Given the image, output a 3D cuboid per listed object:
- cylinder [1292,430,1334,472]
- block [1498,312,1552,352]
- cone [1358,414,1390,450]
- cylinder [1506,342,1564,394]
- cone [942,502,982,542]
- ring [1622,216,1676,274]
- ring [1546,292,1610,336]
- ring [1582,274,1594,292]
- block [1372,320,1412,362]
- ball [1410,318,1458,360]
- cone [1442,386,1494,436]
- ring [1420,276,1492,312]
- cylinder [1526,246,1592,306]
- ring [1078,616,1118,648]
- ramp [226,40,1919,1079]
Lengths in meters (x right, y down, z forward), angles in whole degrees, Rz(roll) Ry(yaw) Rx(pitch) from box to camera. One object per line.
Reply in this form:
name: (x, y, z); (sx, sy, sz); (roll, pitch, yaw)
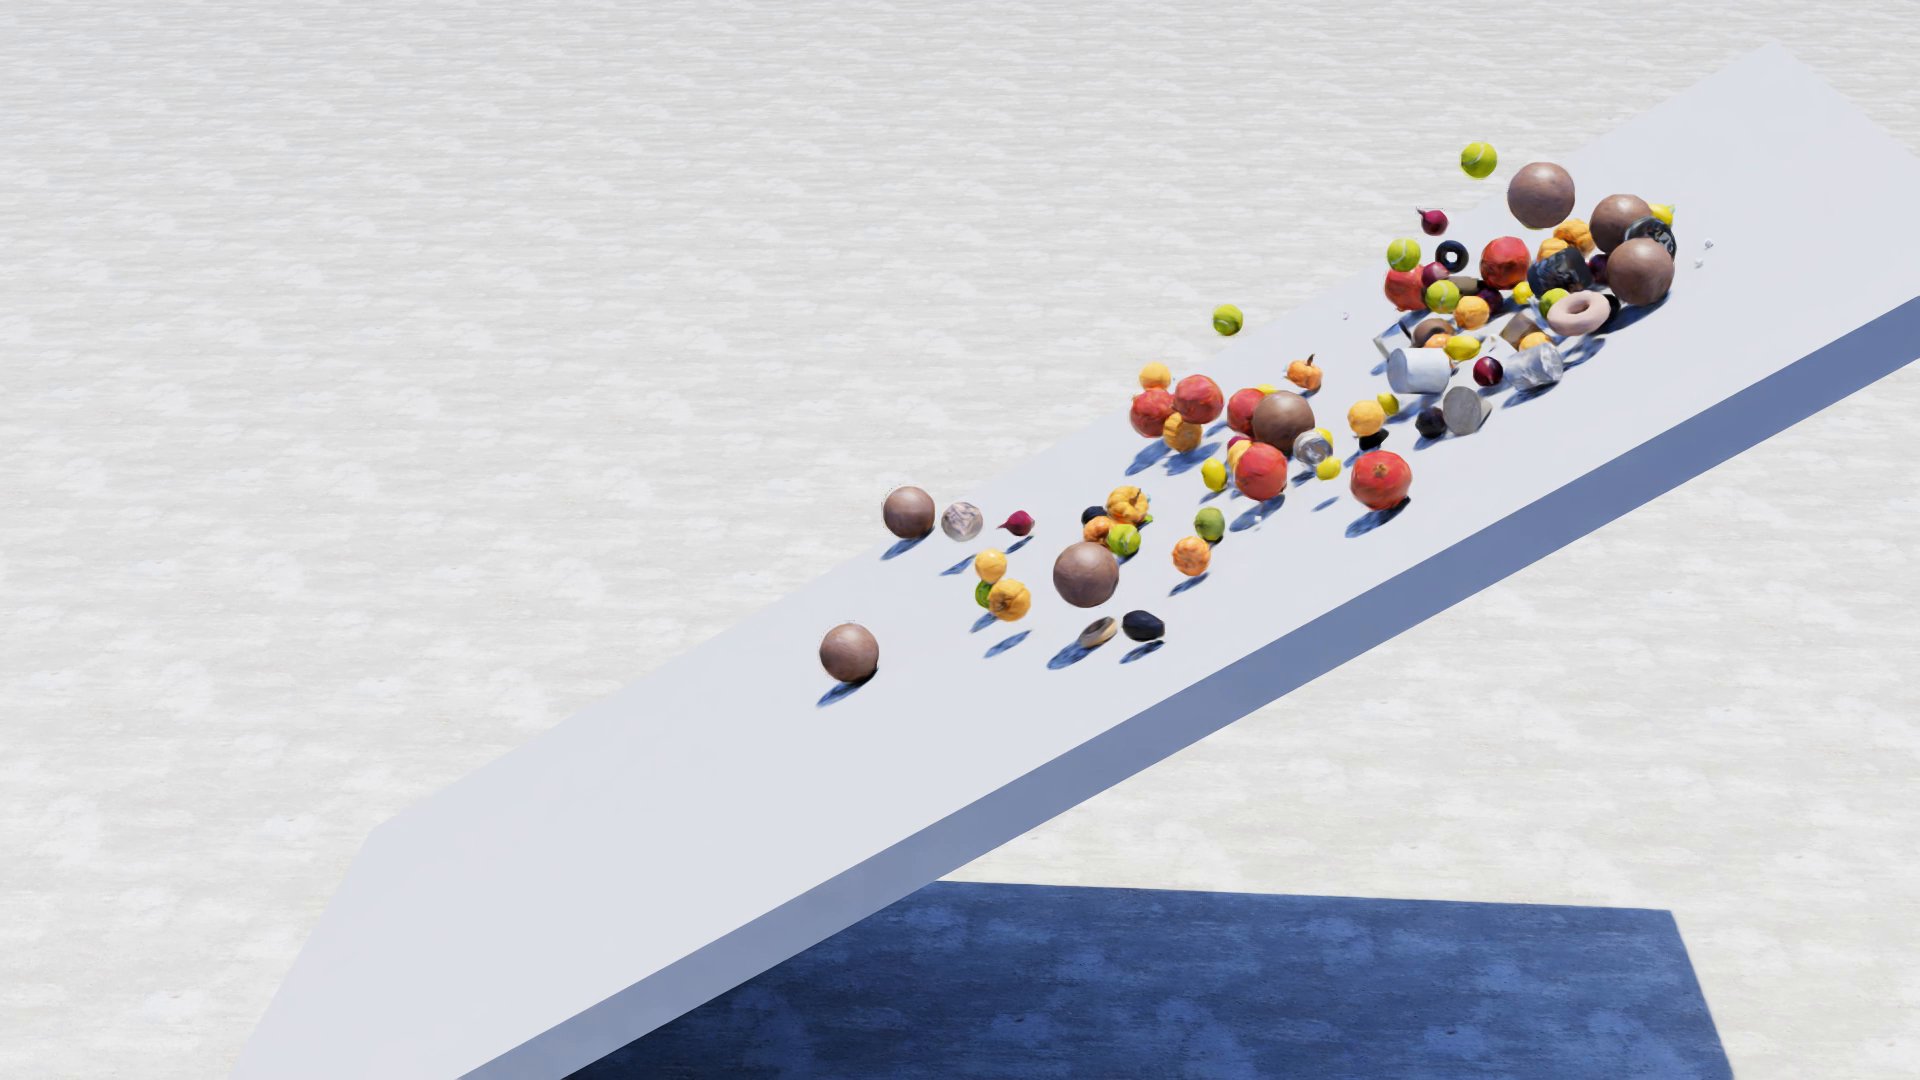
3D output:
cylinder: (0.708, -0.178, 5.894); (0.070, 0.070, 0.070); (-1, 14, -4)
block: (1.104, -0.397, 5.746); (0.062, 0.062, 0.062); (37, 11, -28)
cone: (0.809, -0.225, 5.849); (0.067, 0.067, 0.067); (-31, 15, 9)
cylinder: (1.090, -0.327, 5.578); (0.077, 0.077, 0.077); (-21, 2, 40)
cone: (0.007, -0.025, 6.687); (0.096, 0.096, 0.096); (-1, 19, -2)
ring: (1.353, -0.578, 5.772); (0.116, 0.116, 0.039); (-7, -6, -20)
ring: (1.179, -0.432, 5.607); (0.122, 0.041, 0.122); (-18, 31, 11)
ring: (1.240, -0.511, 5.956); (0.098, 0.033, 0.098); (-32, 14, 9)
block: (0.921, -0.422, 6.240); (0.061, 0.061, 0.061); (-37, 2, -8)
ball: (0.975, -0.409, 6.047); (0.096, 0.096, 0.096); (0, 19, 0)
cone: (0.989, -0.252, 5.614); (0.096, 0.096, 0.096); (-10, 21, -40)
ring: (1.047, -0.518, 6.209); (0.148, 0.049, 0.148); (3, -12, 1)
cylinder: (1.199, -0.527, 5.885); (0.091, 0.091, 0.091); (-28, 0, 37)
ring: (0.269, 0.181, 5.734); (0.084, 0.028, 0.084); (-31, 16, 10)
ramp: (0.141, 0.169, 6.288); (4.000, 0.100, 2.000); (-29, 15, 13)
